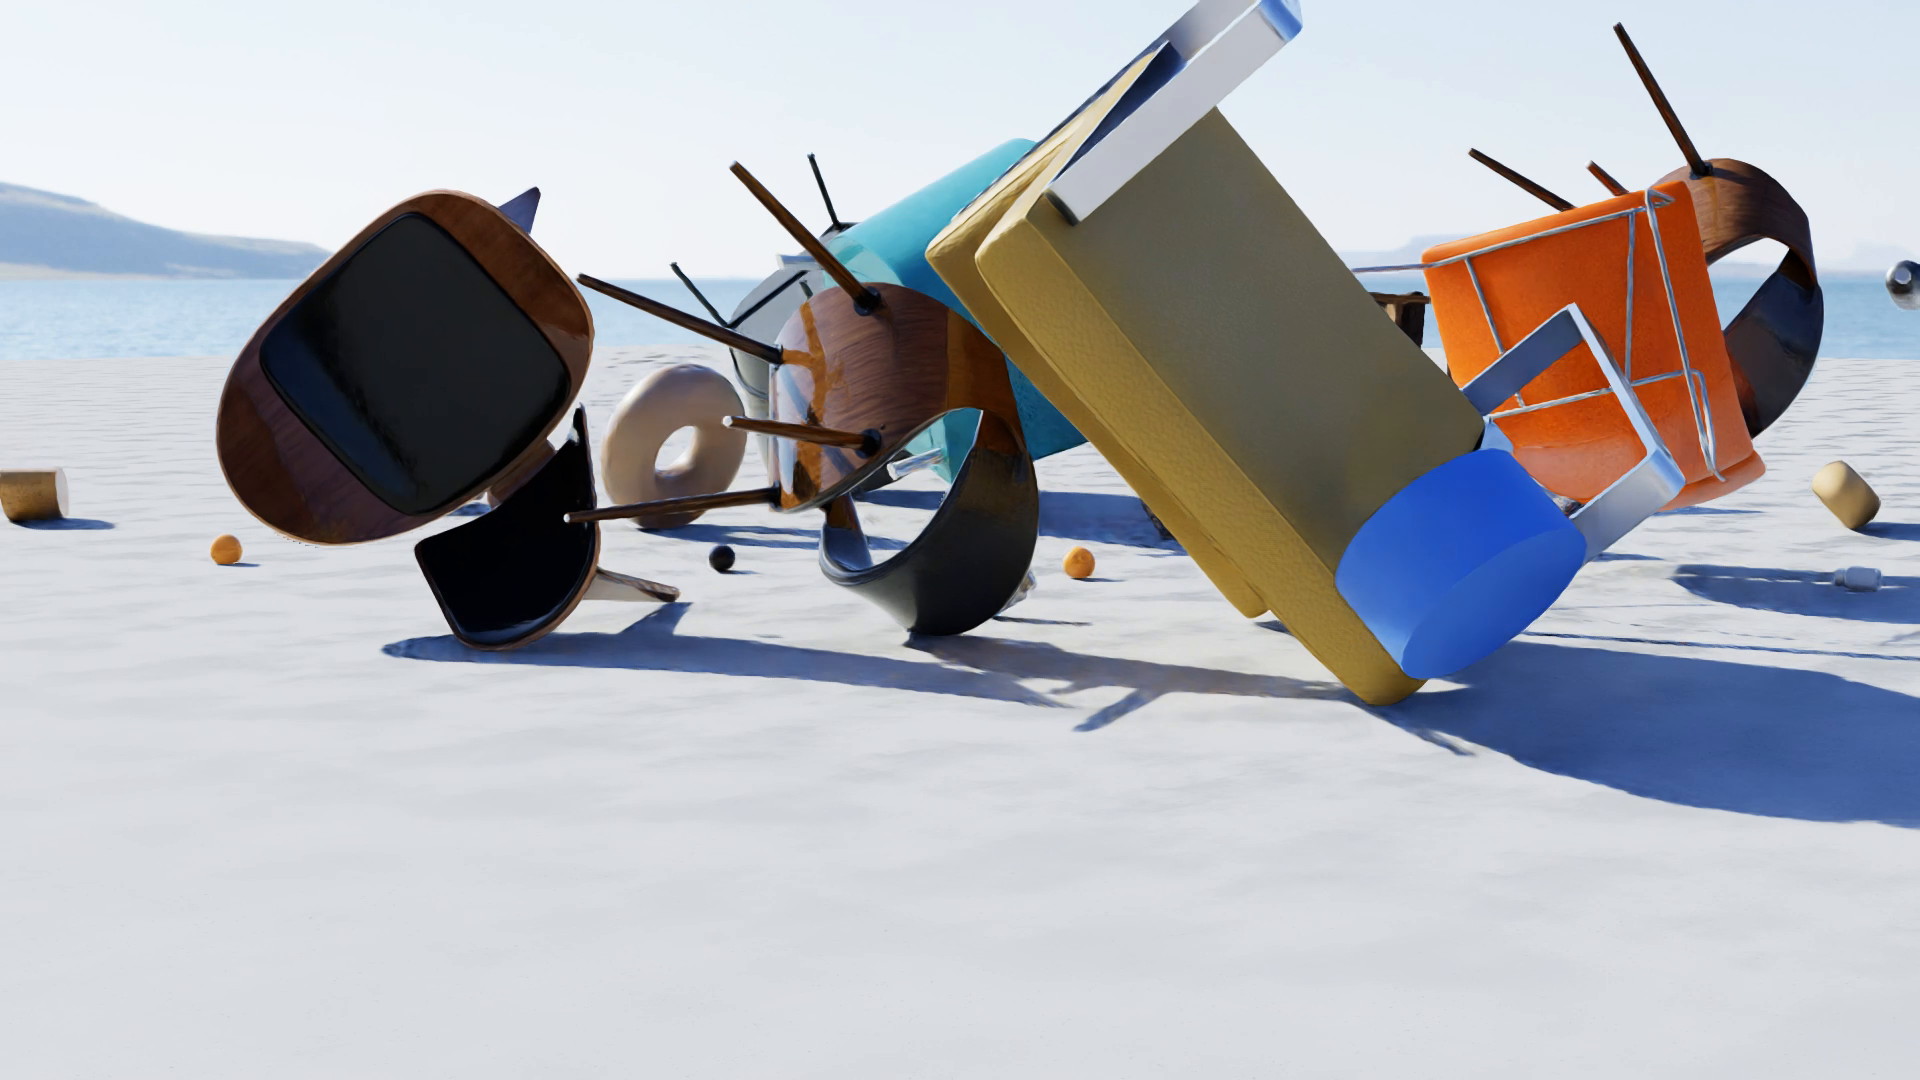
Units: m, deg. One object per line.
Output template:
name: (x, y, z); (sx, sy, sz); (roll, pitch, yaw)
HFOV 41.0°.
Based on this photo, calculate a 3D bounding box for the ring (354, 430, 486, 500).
ring: (-1.545, -0.214, 7.339); (0.407, 0.075, 0.349); (25, 0, -13)

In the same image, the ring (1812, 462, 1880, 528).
ring: (2.317, -0.119, 6.711); (0.108, 0.184, 0.483); (-43, -11, 14)

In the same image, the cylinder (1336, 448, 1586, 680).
cylinder: (0.703, 0.035, 3.606); (0.318, 0.298, 0.157); (-20, 58, -26)

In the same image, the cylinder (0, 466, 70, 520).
cylinder: (-2.489, -0.126, 6.900); (0.144, 0.128, 0.252); (-1, -16, -11)

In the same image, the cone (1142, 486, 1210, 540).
cone: (0.527, -0.038, 6.453); (0.188, 0.094, 0.181); (41, -35, -23)

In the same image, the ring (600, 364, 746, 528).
ring: (-0.743, -0.241, 6.667); (0.404, 0.478, 0.163); (-8, 37, -35)

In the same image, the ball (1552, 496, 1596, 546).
ball: (1.445, -0.037, 6.108); (0.136, 0.136, 0.136); (0, 6, 0)
